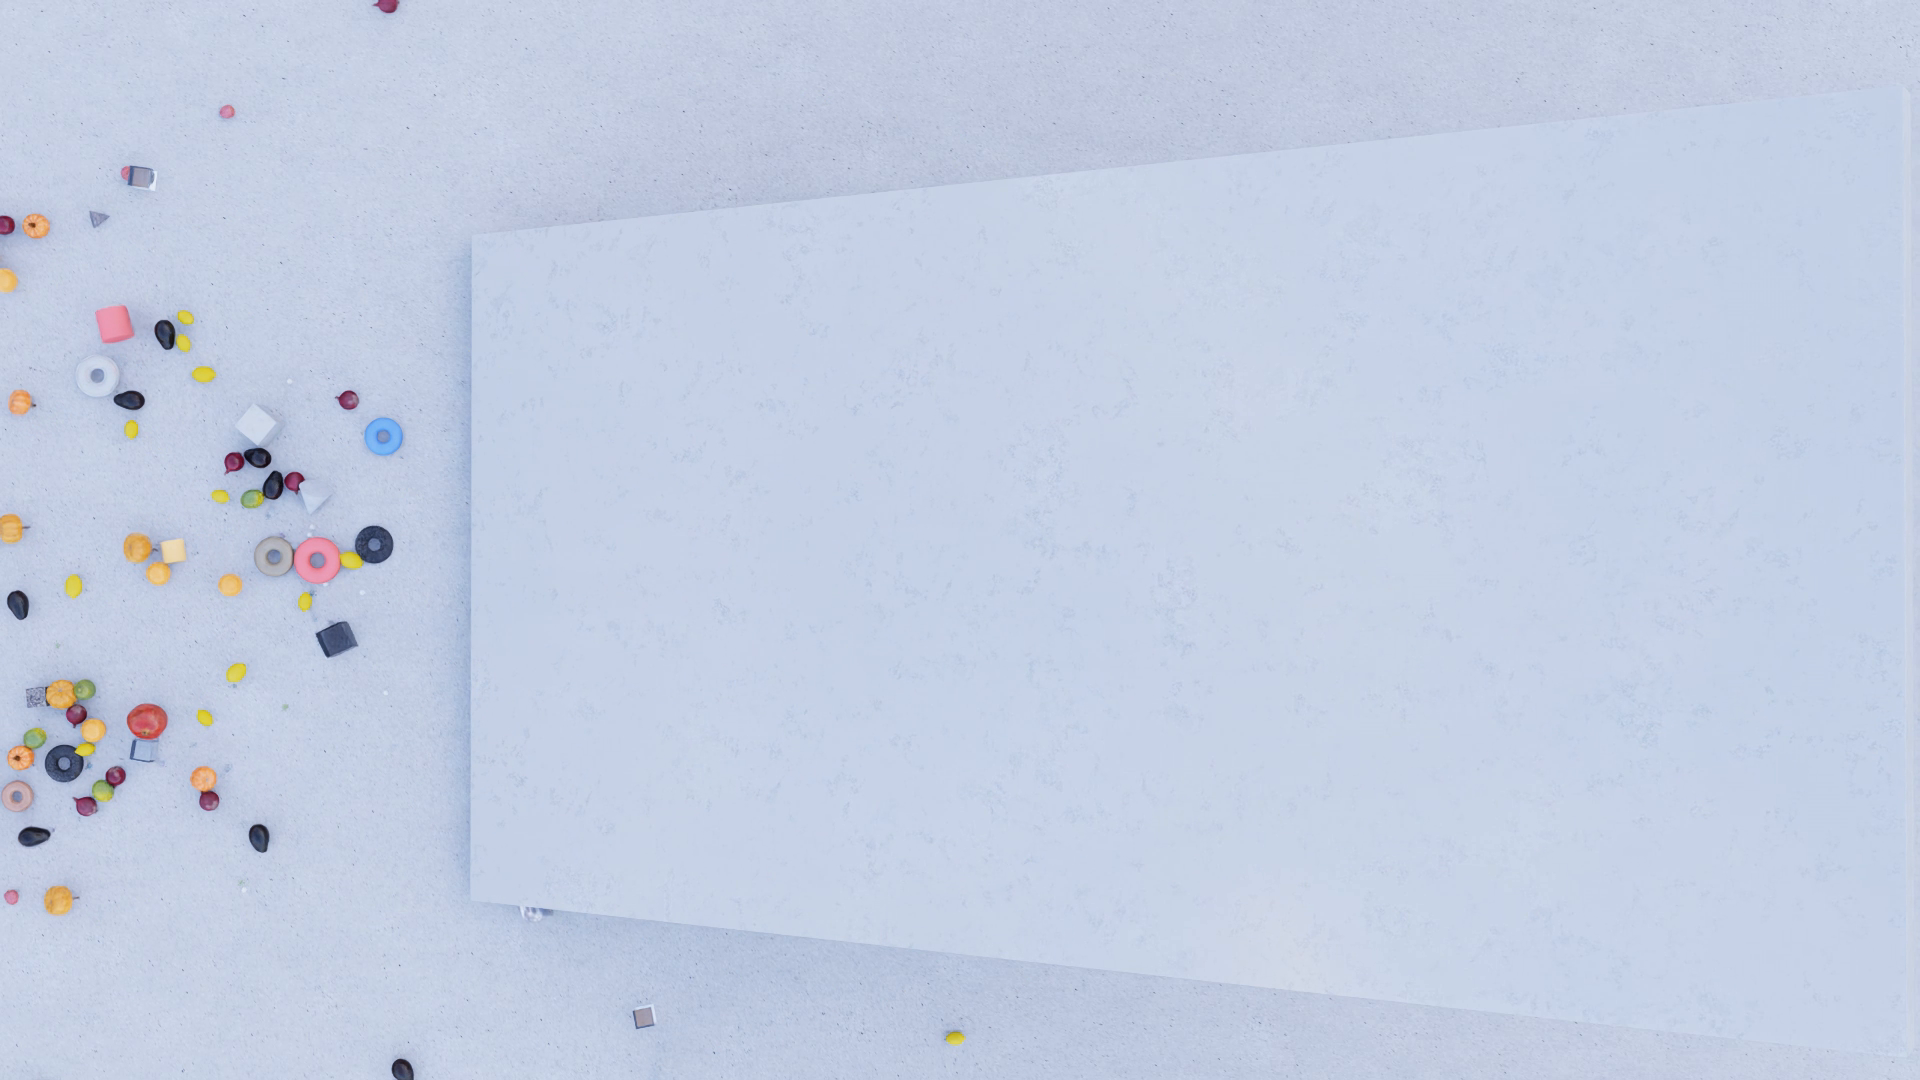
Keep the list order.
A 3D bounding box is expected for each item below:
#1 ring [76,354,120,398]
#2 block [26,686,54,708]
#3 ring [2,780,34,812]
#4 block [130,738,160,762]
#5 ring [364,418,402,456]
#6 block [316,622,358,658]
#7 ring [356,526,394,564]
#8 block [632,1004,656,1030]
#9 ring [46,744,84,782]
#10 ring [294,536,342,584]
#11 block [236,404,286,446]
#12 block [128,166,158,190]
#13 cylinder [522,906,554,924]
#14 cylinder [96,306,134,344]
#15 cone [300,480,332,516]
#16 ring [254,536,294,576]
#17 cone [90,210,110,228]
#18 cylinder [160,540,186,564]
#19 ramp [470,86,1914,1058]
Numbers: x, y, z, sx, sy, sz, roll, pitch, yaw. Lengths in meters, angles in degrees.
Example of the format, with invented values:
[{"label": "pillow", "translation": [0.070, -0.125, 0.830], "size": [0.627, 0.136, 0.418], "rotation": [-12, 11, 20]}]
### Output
[{"label": "ring", "translation": [-2.619, -0.499, 6.678], "size": [0.131, 0.044, 0.131], "rotation": [0, 89, -1]}, {"label": "block", "translation": [-2.787, 0.476, 6.662], "size": [0.058, 0.058, 0.058], "rotation": [-5, 89, 0]}, {"label": "ring", "translation": [-2.860, 0.778, 6.673], "size": [0.097, 0.032, 0.097], "rotation": [0, 91, 0]}, {"label": "block", "translation": [-2.470, 0.637, 6.659], "size": [0.060, 0.060, 0.060], "rotation": [10, 89, 0]}, {"label": "ring", "translation": [-1.750, -0.314, 6.679], "size": [0.116, 0.039, 0.116], "rotation": [0, 88, 0]}, {"label": "block", "translation": [-1.884, 0.301, 6.652], "size": [0.082, 0.082, 0.082], "rotation": [-25, 90, 0]}, {"label": "ring", "translation": [-1.778, 0.014, 6.676], "size": [0.116, 0.039, 0.116], "rotation": [0, 91, -1]}, {"label": "block", "translation": [-0.954, 1.442, 6.654], "size": [0.056, 0.056, 0.056], "rotation": [-11, 89, 0]}, {"label": "ring", "translation": [-2.717, 0.678, 6.670], "size": [0.116, 0.039, 0.116], "rotation": [0, 88, -1]}, {"label": "ring", "translation": [-1.949, 0.062, 6.672], "size": [0.143, 0.048, 0.143], "rotation": [0, 90, -1]}, {"label": "block", "translation": [-2.117, -0.347, 6.653], "size": [0.090, 0.090, 0.090], "rotation": [40, 90, 0]}, {"label": "block", "translation": [-2.482, -1.098, 6.675], "size": [0.061, 0.061, 0.061], "rotation": [7, 89, 0]}, {"label": "cylinder", "translation": [-1.280, 1.109, 6.647], "size": [0.077, 0.077, 0.077], "rotation": [-27, 90, -16]}, {"label": "cylinder", "translation": [-2.557, -0.653, 6.655], "size": [0.093, 0.093, 0.093], "rotation": [-14, 89, 0]}, {"label": "cone", "translation": [-1.965, -0.114, 6.674], "size": [0.100, 0.100, 0.100], "rotation": [22, 116, 0]}, {"label": "ring", "translation": [-2.081, 0.050, 6.675], "size": [0.123, 0.041, 0.123], "rotation": [0, 91, 0]}, {"label": "cone", "translation": [-2.613, -0.981, 6.692], "size": [0.055, 0.055, 0.055], "rotation": [-17, 89, -27]}, {"label": "cylinder", "translation": [-2.382, 0.035, 6.662], "size": [0.065, 0.065, 0.065], "rotation": [-10, 89, 0]}, {"label": "ramp", "translation": [0.264, 0.073, 5.609], "size": [4.000, 0.100, 2.000], "rotation": [0, 89, 31]}]
